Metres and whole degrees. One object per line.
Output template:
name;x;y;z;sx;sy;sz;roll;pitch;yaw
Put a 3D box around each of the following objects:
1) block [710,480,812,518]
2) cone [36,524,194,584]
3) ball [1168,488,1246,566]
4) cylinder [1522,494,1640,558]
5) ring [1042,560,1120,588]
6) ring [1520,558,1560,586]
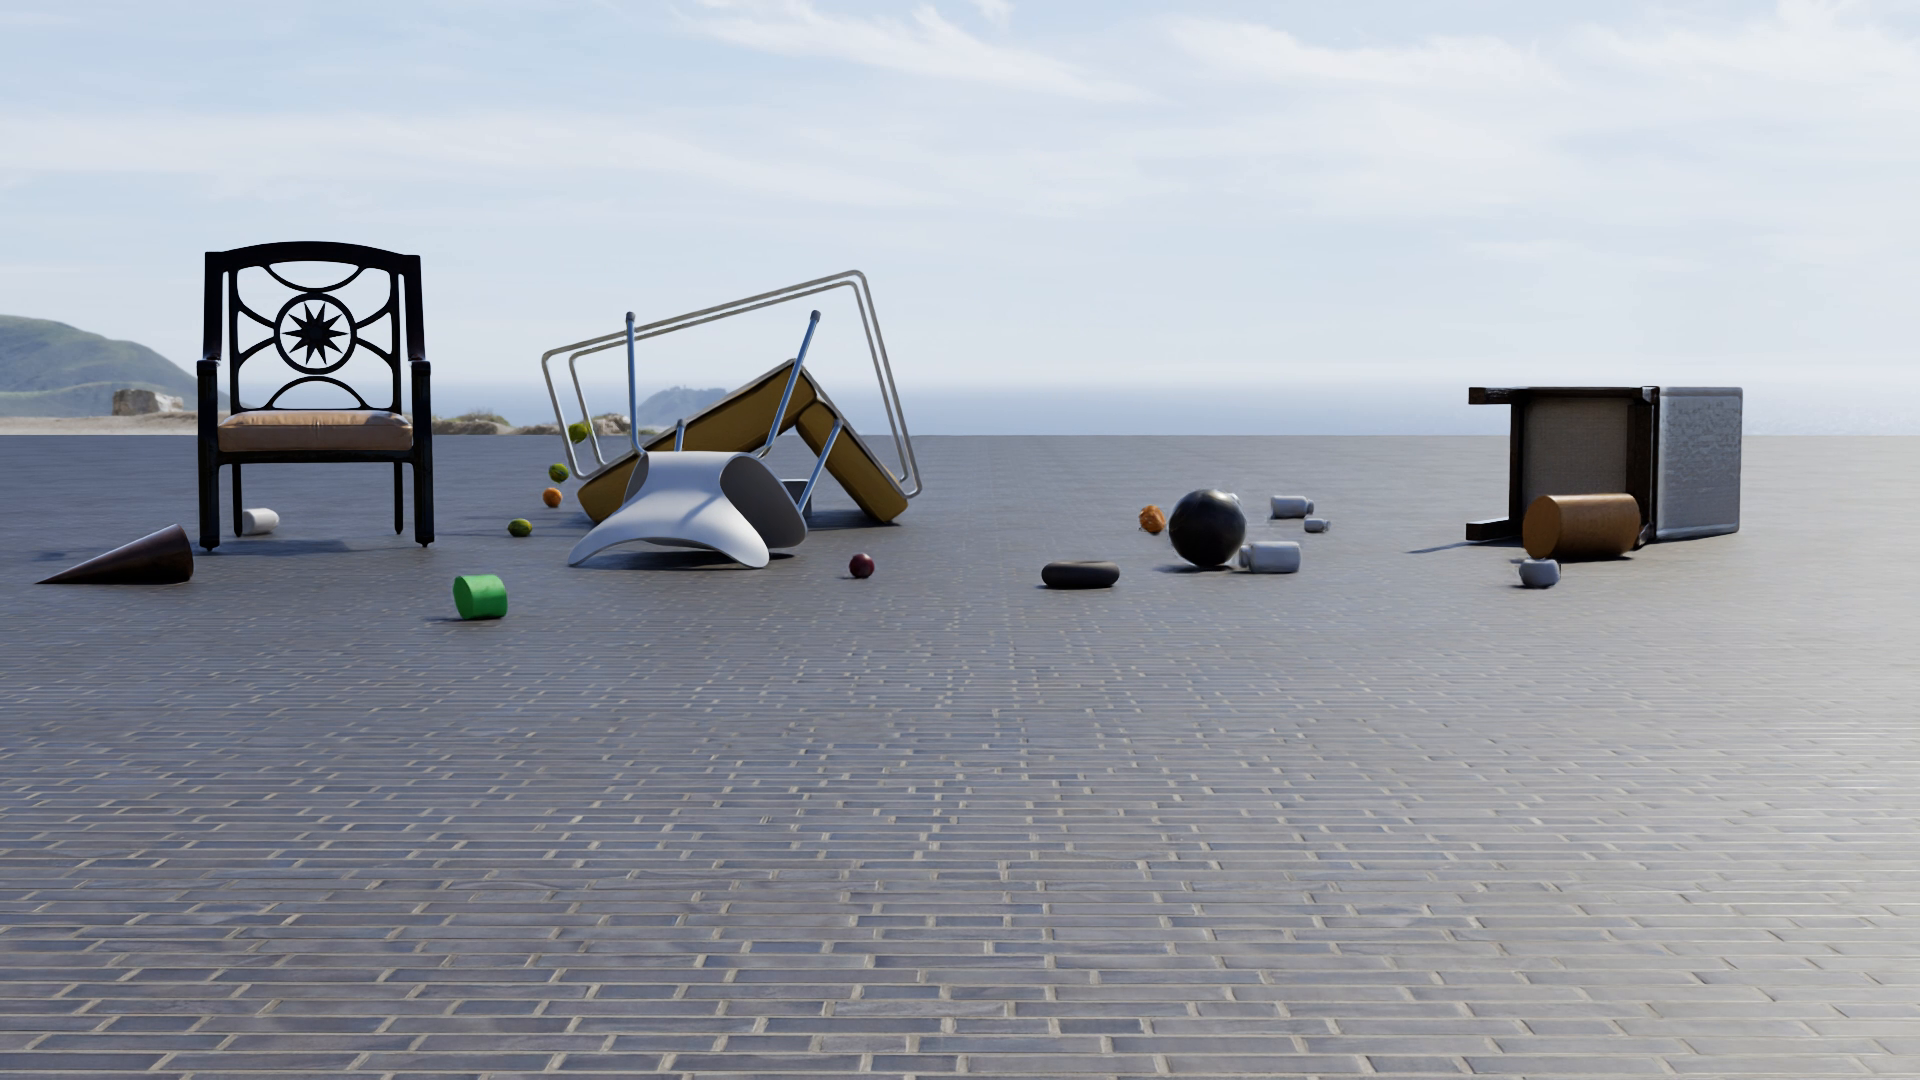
block;-0.706;-0.149;7.804;0.340;0.126;0.152;-1;4;-11
cone;-1.990;0.064;5.144;0.337;0.132;0.260;-15;6;-27
ball;0.627;-0.032;5.567;0.197;0.197;0.197;0;4;0
cylinder;1.654;-0.037;5.855;0.290;0.173;0.133;-2;26;-30
ring;0.275;0.077;5.025;0.184;0.055;0.155;-2;3;-19
ring;1.323;0.075;5.023;0.083;0.057;0.101;-8;5;-15
